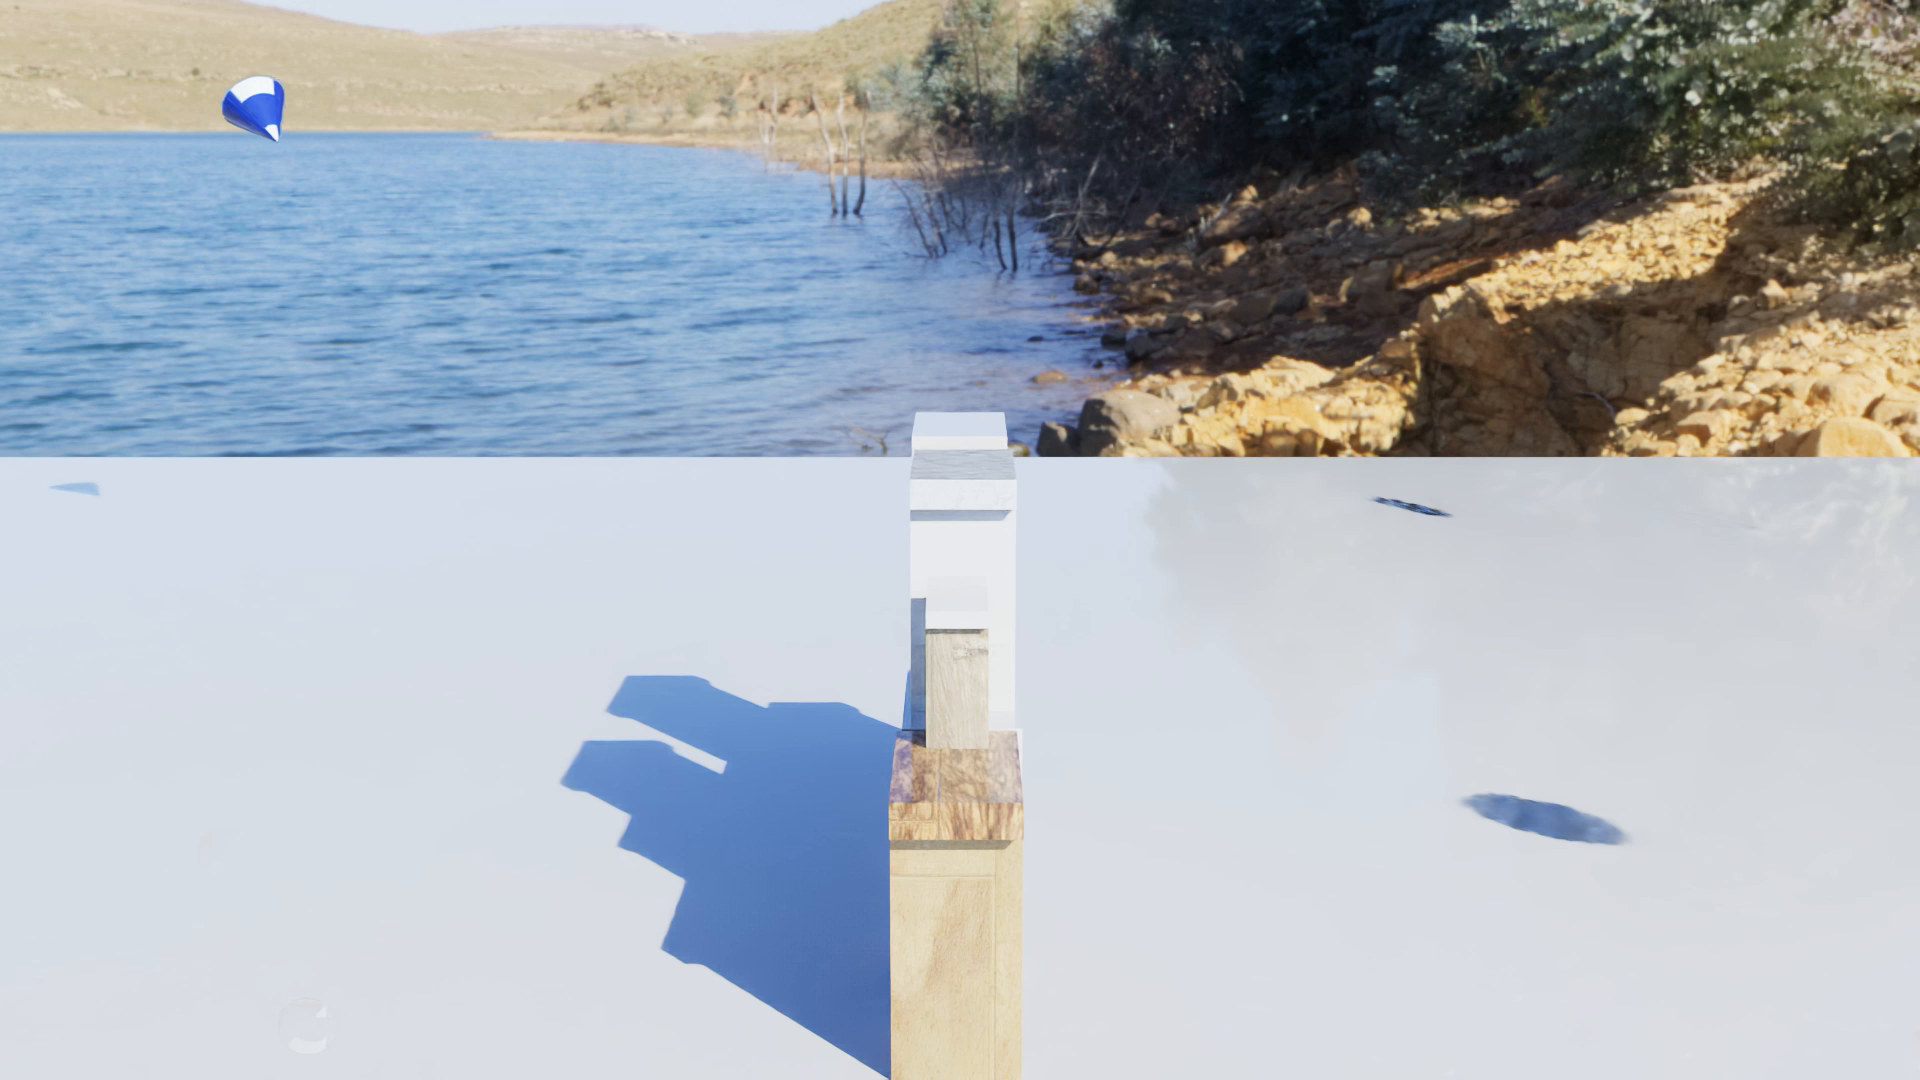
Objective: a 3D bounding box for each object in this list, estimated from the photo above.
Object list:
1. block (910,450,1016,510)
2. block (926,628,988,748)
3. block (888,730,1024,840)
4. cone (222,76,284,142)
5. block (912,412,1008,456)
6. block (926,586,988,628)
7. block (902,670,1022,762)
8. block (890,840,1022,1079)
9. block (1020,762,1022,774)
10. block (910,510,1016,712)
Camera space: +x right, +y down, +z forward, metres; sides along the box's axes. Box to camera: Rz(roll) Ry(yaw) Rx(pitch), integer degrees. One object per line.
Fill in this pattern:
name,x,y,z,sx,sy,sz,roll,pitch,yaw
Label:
block,0.005,-0.094,3.342,0.155,0.044,0.310,0,11,0
block,-0.004,0.204,3.086,0.087,0.177,0.025,0,11,0
block,-0.005,0.332,3.015,0.174,0.049,0.348,0,11,0
cone,-1.870,-1.124,5.923,0.173,0.173,0.173,-9,52,-41
block,0.000,-0.183,3.902,0.162,0.046,0.325,0,11,0
block,-0.004,0.094,3.125,0.087,0.025,0.175,0,11,0
block,0.003,0.266,3.362,0.175,0.050,0.350,0,11,0
block,-0.005,0.549,2.937,0.174,0.348,0.049,0,11,0
block,0.003,0.483,3.284,0.175,0.350,0.050,0,11,0
block,0.004,0.099,3.272,0.155,0.310,0.044,0,11,0
